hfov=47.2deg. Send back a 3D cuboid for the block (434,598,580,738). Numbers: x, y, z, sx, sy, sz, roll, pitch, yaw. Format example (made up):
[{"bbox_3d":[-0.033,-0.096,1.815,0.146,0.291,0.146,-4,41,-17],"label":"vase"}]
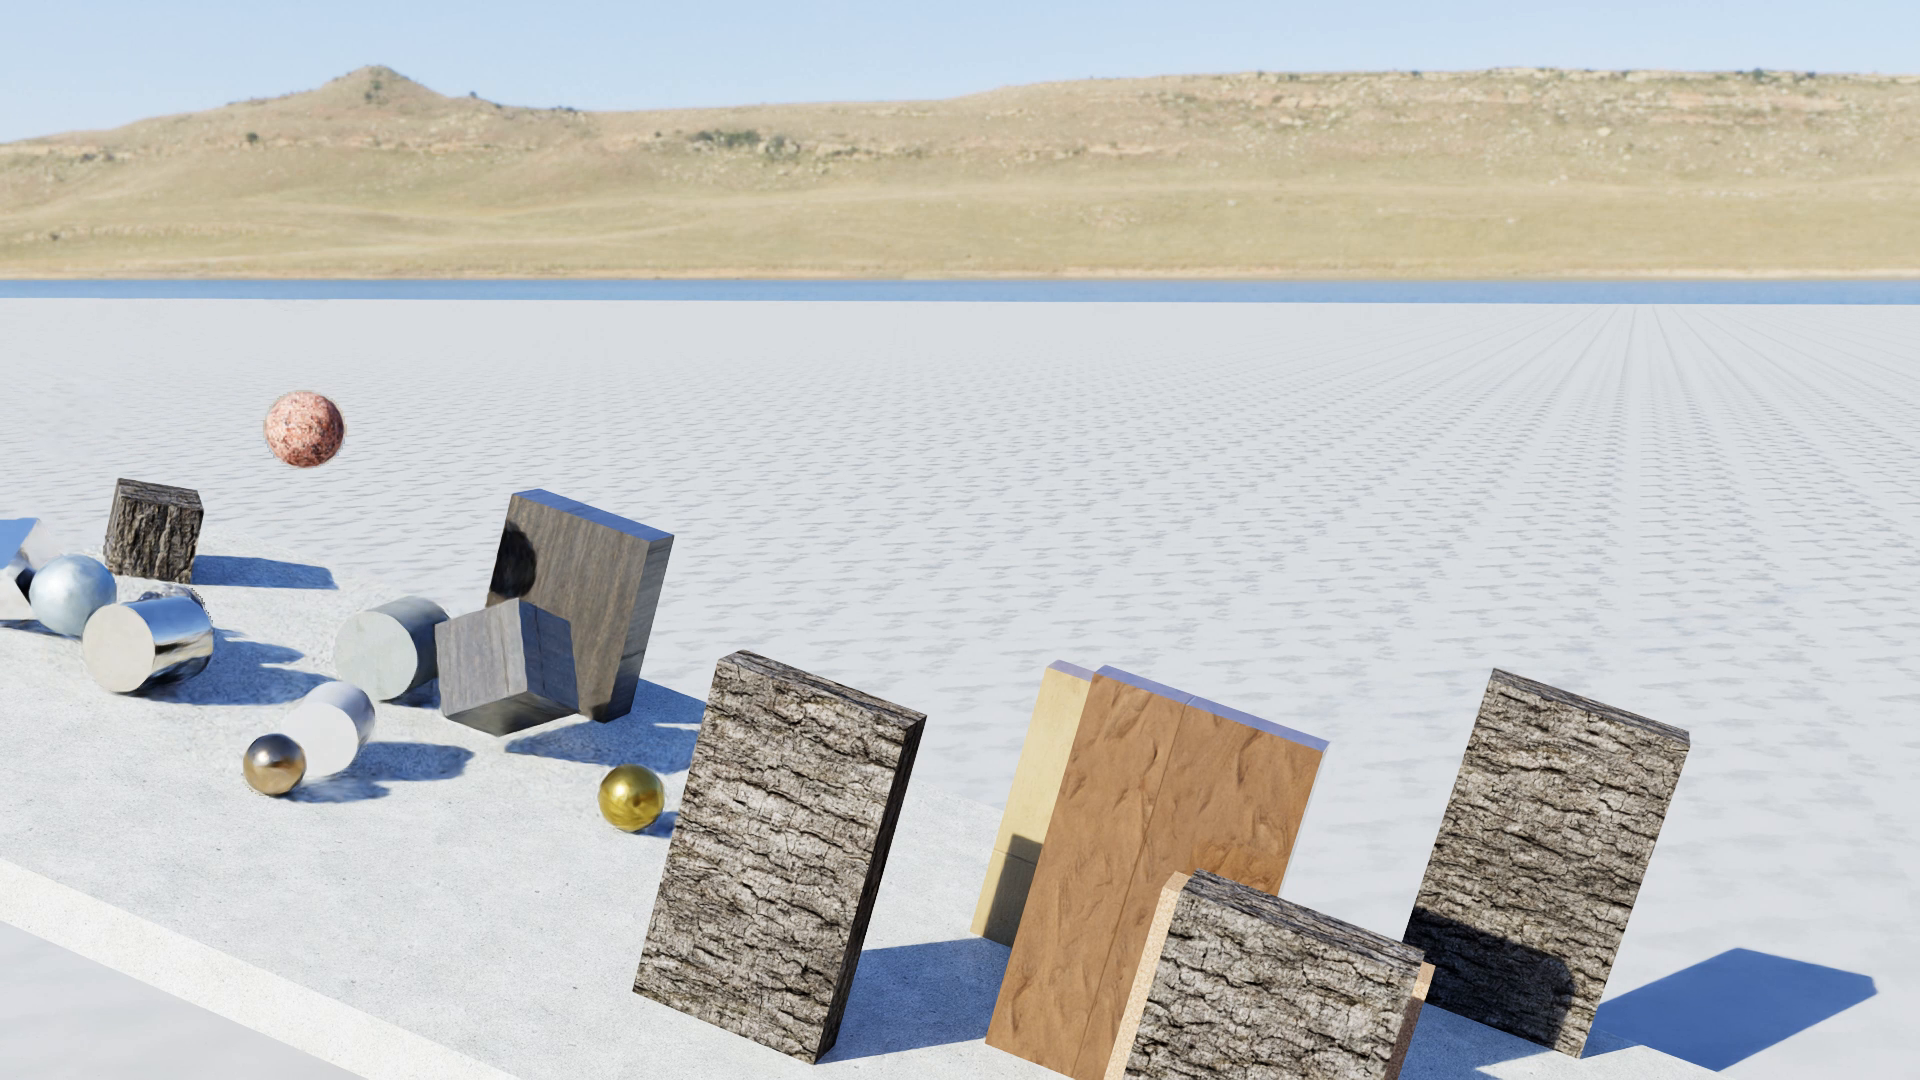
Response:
[{"bbox_3d":[-0.941,0.268,4.572,0.202,0.202,0.202,-17,-22,17],"label":"block"}]

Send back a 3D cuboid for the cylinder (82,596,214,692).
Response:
[{"bbox_3d":[-1.624,0.206,4.402,0.175,0.175,0.175,2,5,20],"label":"cylinder"}]

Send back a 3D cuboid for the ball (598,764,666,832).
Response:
[{"bbox_3d":[-0.651,0.510,4.363,0.134,0.134,0.134,0,7,0],"label":"ball"}]

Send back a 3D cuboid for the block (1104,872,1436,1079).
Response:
[{"bbox_3d":[0.488,0.829,3.581,0.443,0.438,0.101,19,12,14],"label":"block"}]

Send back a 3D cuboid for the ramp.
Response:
[{"bbox_3d":[-0.377,0.736,4.239,4.000,0.100,2.000,19,12,14],"label":"ramp"}]

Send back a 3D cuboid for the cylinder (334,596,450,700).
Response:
[{"bbox_3d":[-1.224,0.233,4.773,0.193,0.193,0.193,2,9,12],"label":"cylinder"}]

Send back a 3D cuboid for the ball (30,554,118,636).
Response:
[{"bbox_3d":[-1.793,0.110,4.449,0.165,0.165,0.165,0,7,0],"label":"ball"}]

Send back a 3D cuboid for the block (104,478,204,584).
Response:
[{"bbox_3d":[-1.887,-0.021,5.143,0.181,0.181,0.181,10,13,-27],"label":"block"}]

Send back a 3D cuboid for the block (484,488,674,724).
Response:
[{"bbox_3d":[-0.888,0.148,5.026,0.353,0.435,0.133,19,12,14],"label":"block"}]

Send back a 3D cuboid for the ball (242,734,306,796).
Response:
[{"bbox_3d":[-1.263,0.413,4.054,0.114,0.114,0.114,0,7,0],"label":"ball"}]

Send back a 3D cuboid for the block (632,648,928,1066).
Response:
[{"bbox_3d":[-0.300,0.519,3.618,0.335,0.594,0.104,19,12,14],"label":"block"}]

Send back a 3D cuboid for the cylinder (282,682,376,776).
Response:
[{"bbox_3d":[-1.223,0.364,4.263,0.146,0.146,0.146,0,12,-2],"label":"cylinder"}]

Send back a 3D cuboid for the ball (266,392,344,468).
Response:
[{"bbox_3d":[-1.355,-0.229,4.548,0.157,0.157,0.157,0,7,0],"label":"ball"}]

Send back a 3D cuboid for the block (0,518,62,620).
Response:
[{"bbox_3d":[-1.946,0.060,4.498,0.146,0.146,0.146,-1,44,15],"label":"block"}]

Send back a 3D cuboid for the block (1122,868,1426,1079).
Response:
[{"bbox_3d":[0.397,0.814,3.107,0.336,0.604,0.124,19,12,14],"label":"block"}]

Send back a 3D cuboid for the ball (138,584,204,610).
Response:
[{"bbox_3d":[-1.665,0.166,4.628,0.146,0.146,0.146,0,7,0],"label":"ball"}]

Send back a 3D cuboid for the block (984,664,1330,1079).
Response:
[{"bbox_3d":[0.332,0.610,3.770,0.404,0.696,0.082,19,12,14],"label":"block"}]

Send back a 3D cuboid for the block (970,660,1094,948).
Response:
[{"bbox_3d":[0.301,0.569,4.275,0.425,0.560,0.091,19,12,14],"label":"block"}]

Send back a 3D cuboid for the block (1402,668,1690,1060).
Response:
[{"bbox_3d":[1.211,0.675,4.624,0.415,0.704,0.148,19,12,14],"label":"block"}]
